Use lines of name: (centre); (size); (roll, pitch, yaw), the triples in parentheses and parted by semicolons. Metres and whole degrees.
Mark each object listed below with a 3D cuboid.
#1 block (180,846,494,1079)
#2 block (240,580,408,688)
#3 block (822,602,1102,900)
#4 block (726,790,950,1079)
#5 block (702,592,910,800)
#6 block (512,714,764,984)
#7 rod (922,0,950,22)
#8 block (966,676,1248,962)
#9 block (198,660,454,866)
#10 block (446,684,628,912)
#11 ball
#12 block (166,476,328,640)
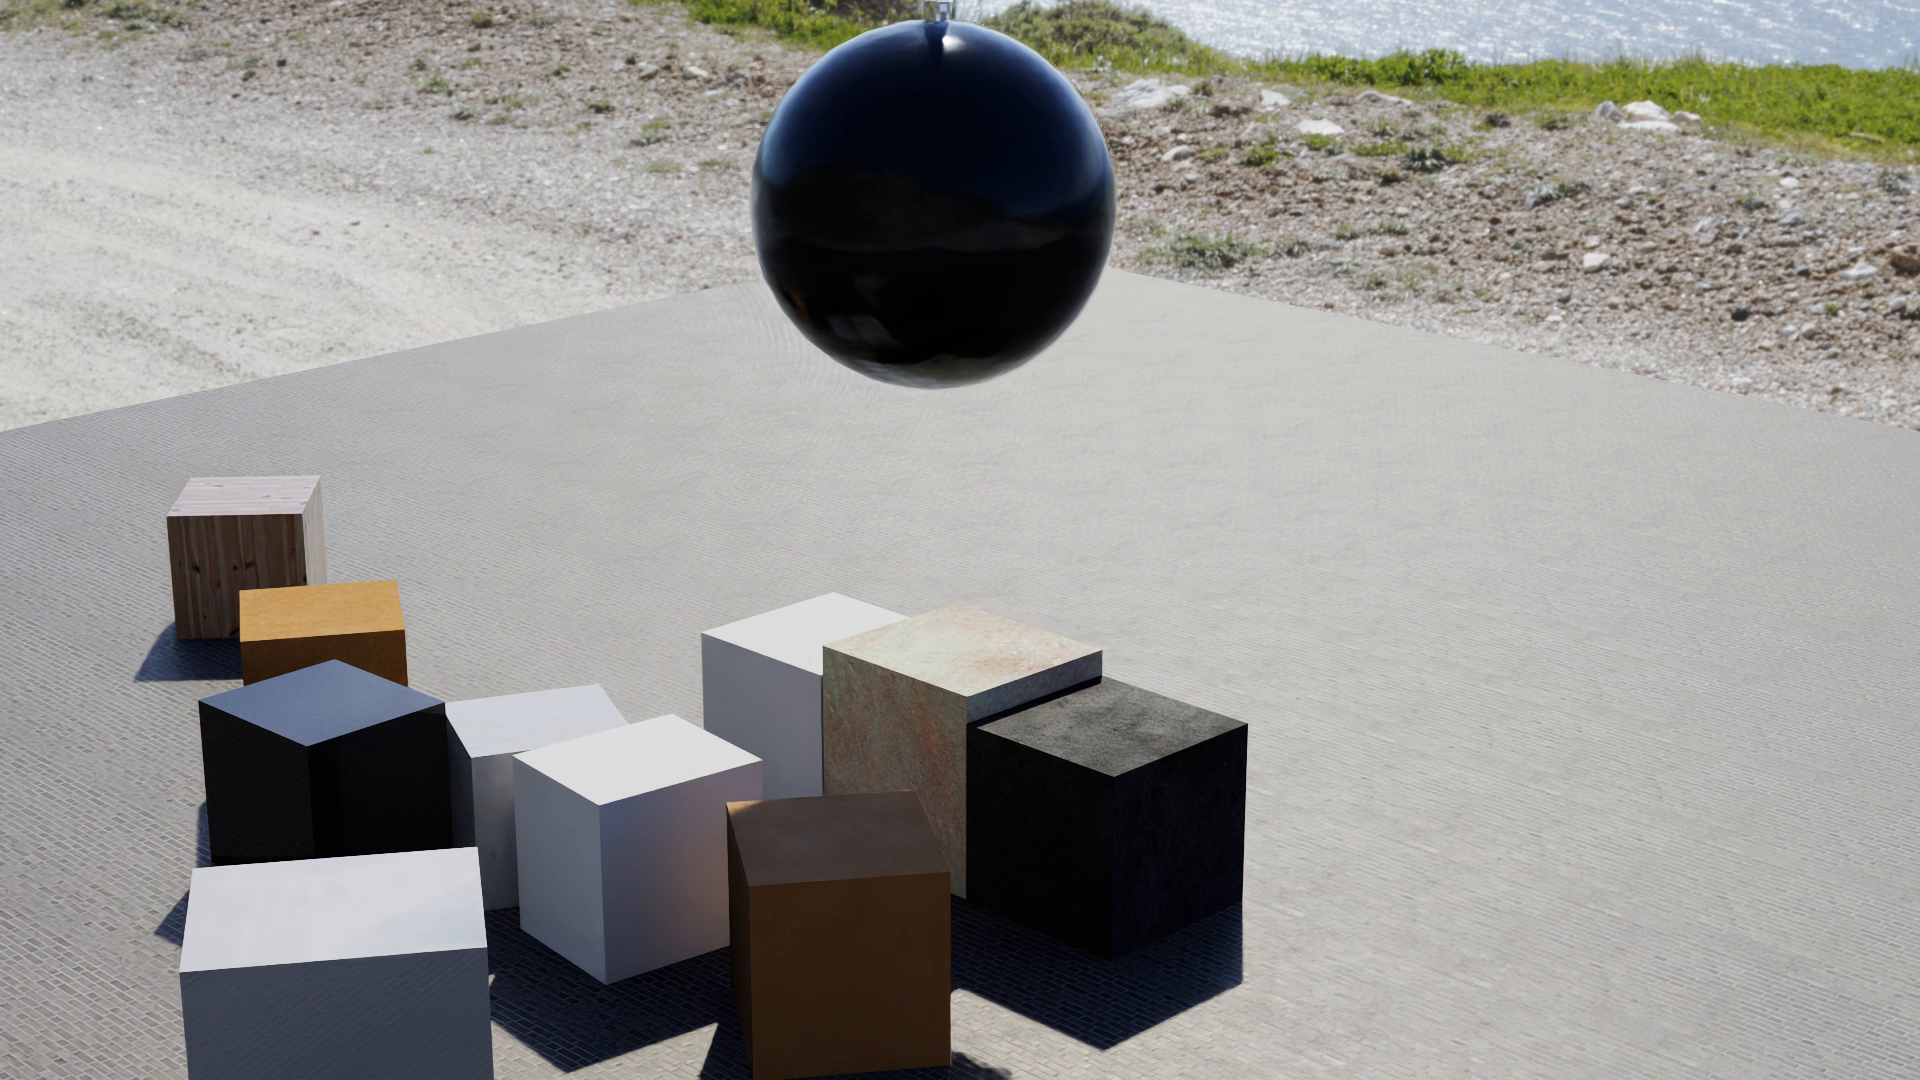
block: (-2.304, 1.813, 10.961); (1.069, 0.967, 0.914); (-3, 18, -11)
block: (-3.151, 0.744, 14.576); (0.775, 0.840, 0.793); (-4, 18, -13)
block: (0.010, 0.960, 13.663); (0.878, 0.975, 0.950); (-16, 24, -42)
block: (-0.501, 1.588, 11.893); (0.789, 0.839, 0.851); (-3, 18, -10)
block: (-0.642, 0.838, 14.301); (0.870, 0.825, 0.856); (-17, 24, -42)
block: (-1.392, 1.328, 12.757); (0.819, 0.818, 0.713); (-13, 22, -36)
rod: (-0.051, -4.717, 11.805); (0.080, 5.200, 0.080); (17, 22, 42)
block: (0.649, 1.217, 13.050); (0.875, 0.854, 0.883); (17, 24, 42)
block: (-2.907, 1.114, 13.468); (0.845, 0.799, 0.751); (16, 23, 41)
block: (-1.918, 1.166, 13.405); (0.749, 0.738, 0.717); (-6, 19, -20)
ball: (-0.119, -1.455, 12.760); (1.600, 1.600, 1.600); (0, 17, 0)
block: (-4.080, 0.090, 16.848); (0.748, 0.725, 0.770); (-1, 17, -4)
